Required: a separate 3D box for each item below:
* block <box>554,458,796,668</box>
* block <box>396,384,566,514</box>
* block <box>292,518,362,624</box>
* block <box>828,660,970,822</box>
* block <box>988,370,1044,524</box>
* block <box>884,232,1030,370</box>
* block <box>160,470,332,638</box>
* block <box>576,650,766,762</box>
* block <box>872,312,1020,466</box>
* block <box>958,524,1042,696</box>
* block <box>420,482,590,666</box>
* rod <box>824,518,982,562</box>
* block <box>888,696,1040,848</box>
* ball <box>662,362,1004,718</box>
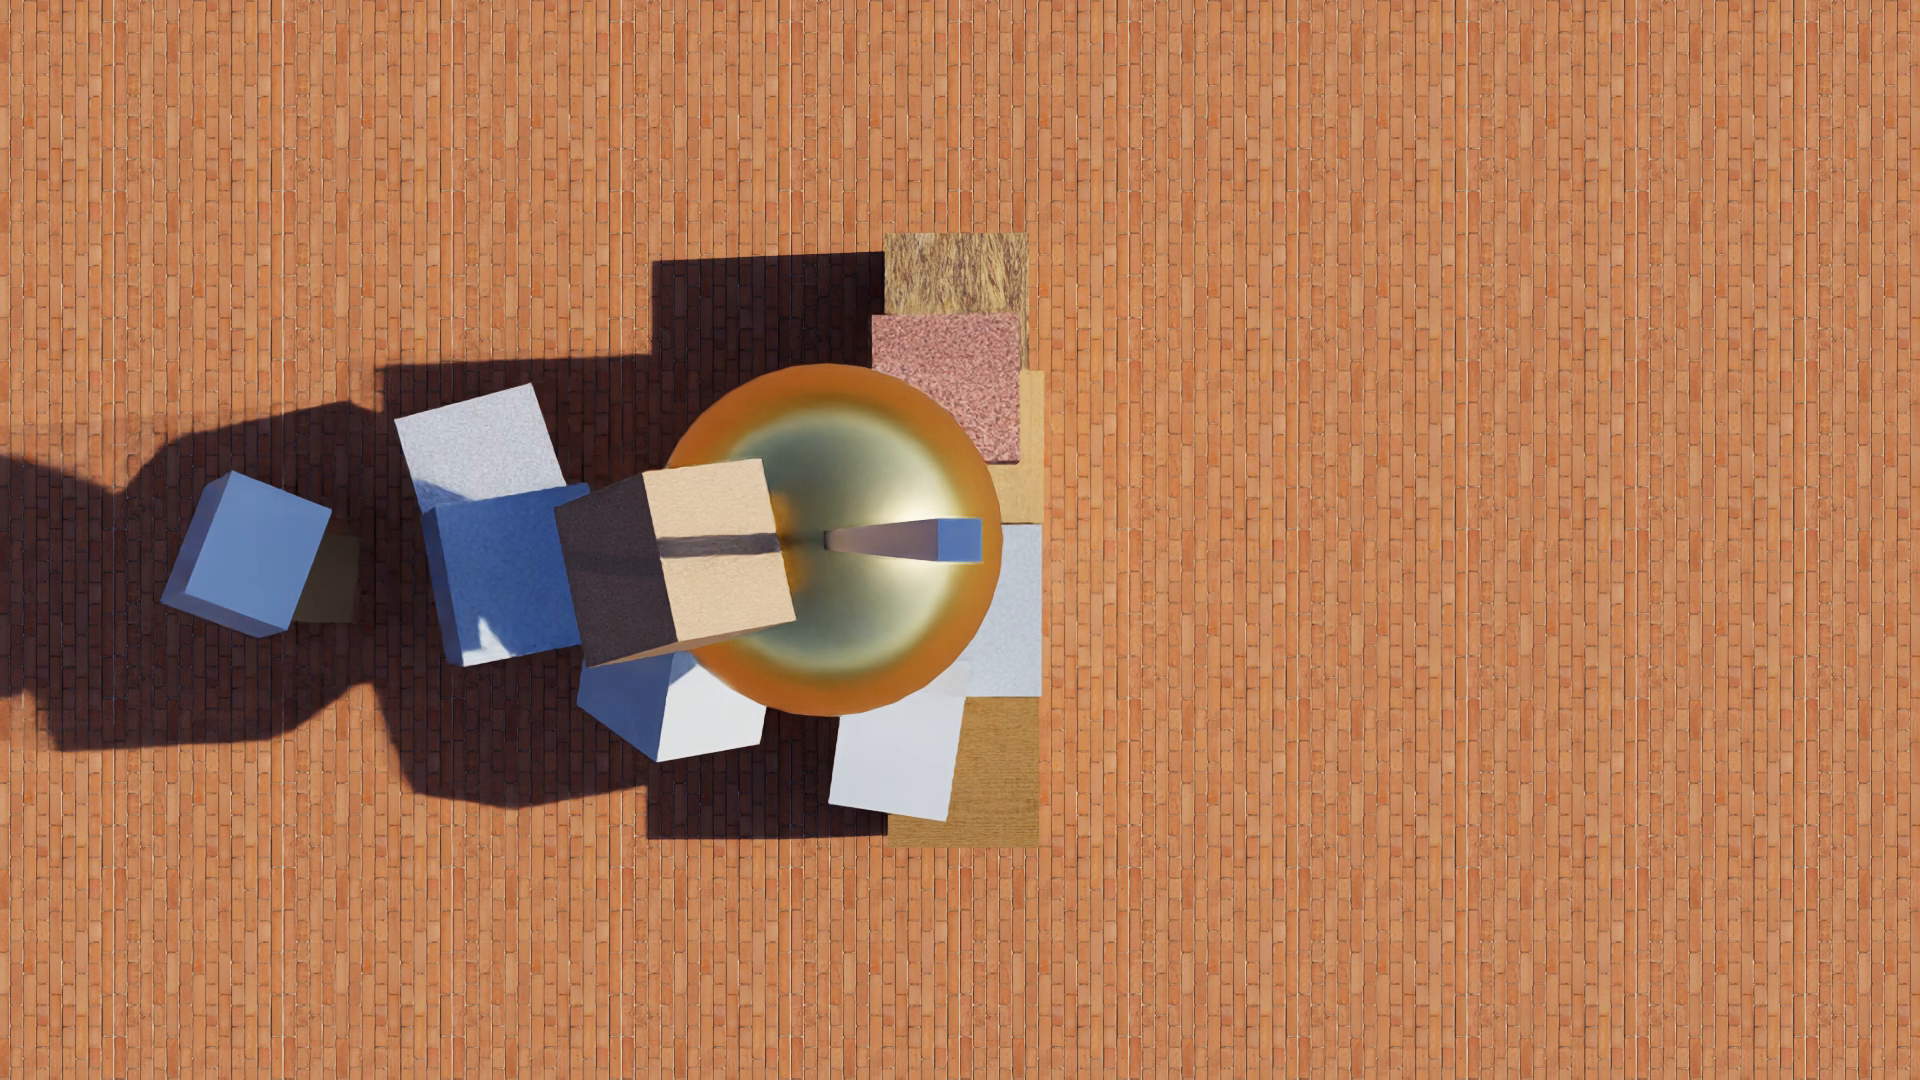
[{"bbox_3d":[-1.164,0.096,8.931,0.575,0.688,0.671,-9,85,-41],"label":"block"},{"bbox_3d":[-2.617,-0.203,12.338,0.774,0.825,0.861,-16,55,-12],"label":"block"},{"bbox_3d":[-3.777,0.160,12.615,0.522,0.520,0.508,4,100,-27],"label":"block"},{"bbox_3d":[-0.322,1.031,11.837,0.631,0.601,0.698,9,106,0],"label":"block"},{"bbox_3d":[-0.021,-0.516,12.555,0.960,0.891,0.840,0,90,0],"label":"block"},{"bbox_3d":[-0.017,-1.328,12.624,0.804,0.752,0.764,0,90,0],"label":"block"},{"bbox_3d":[-3.741,0.087,11.512,0.540,0.649,0.670,24,73,-26],"label":"block"},{"bbox_3d":[-1.454,0.636,11.326,0.731,0.653,0.685,28,114,42],"label":"block"},{"bbox_3d":[-0.074,-0.791,11.761,0.762,0.697,0.762,-1,90,0],"label":"block"},{"bbox_3d":[0.013,0.389,12.555,0.870,0.891,0.949,0,90,0],"label":"block"},{"bbox_3d":[-2.099,0.165,10.379,0.696,0.812,0.727,-11,91,-19],"label":"block"},{"bbox_3d":[-0.261,0.000,6.544,0.080,5.200,0.080,0,90,-6],"label":"rod"},{"bbox_3d":[0.019,1.291,12.610,0.841,0.780,0.838,0,90,0],"label":"block"},{"bbox_3d":[-0.602,0.000,9.927,1.600,1.600,1.600,0,90,0],"label":"ball"}]
